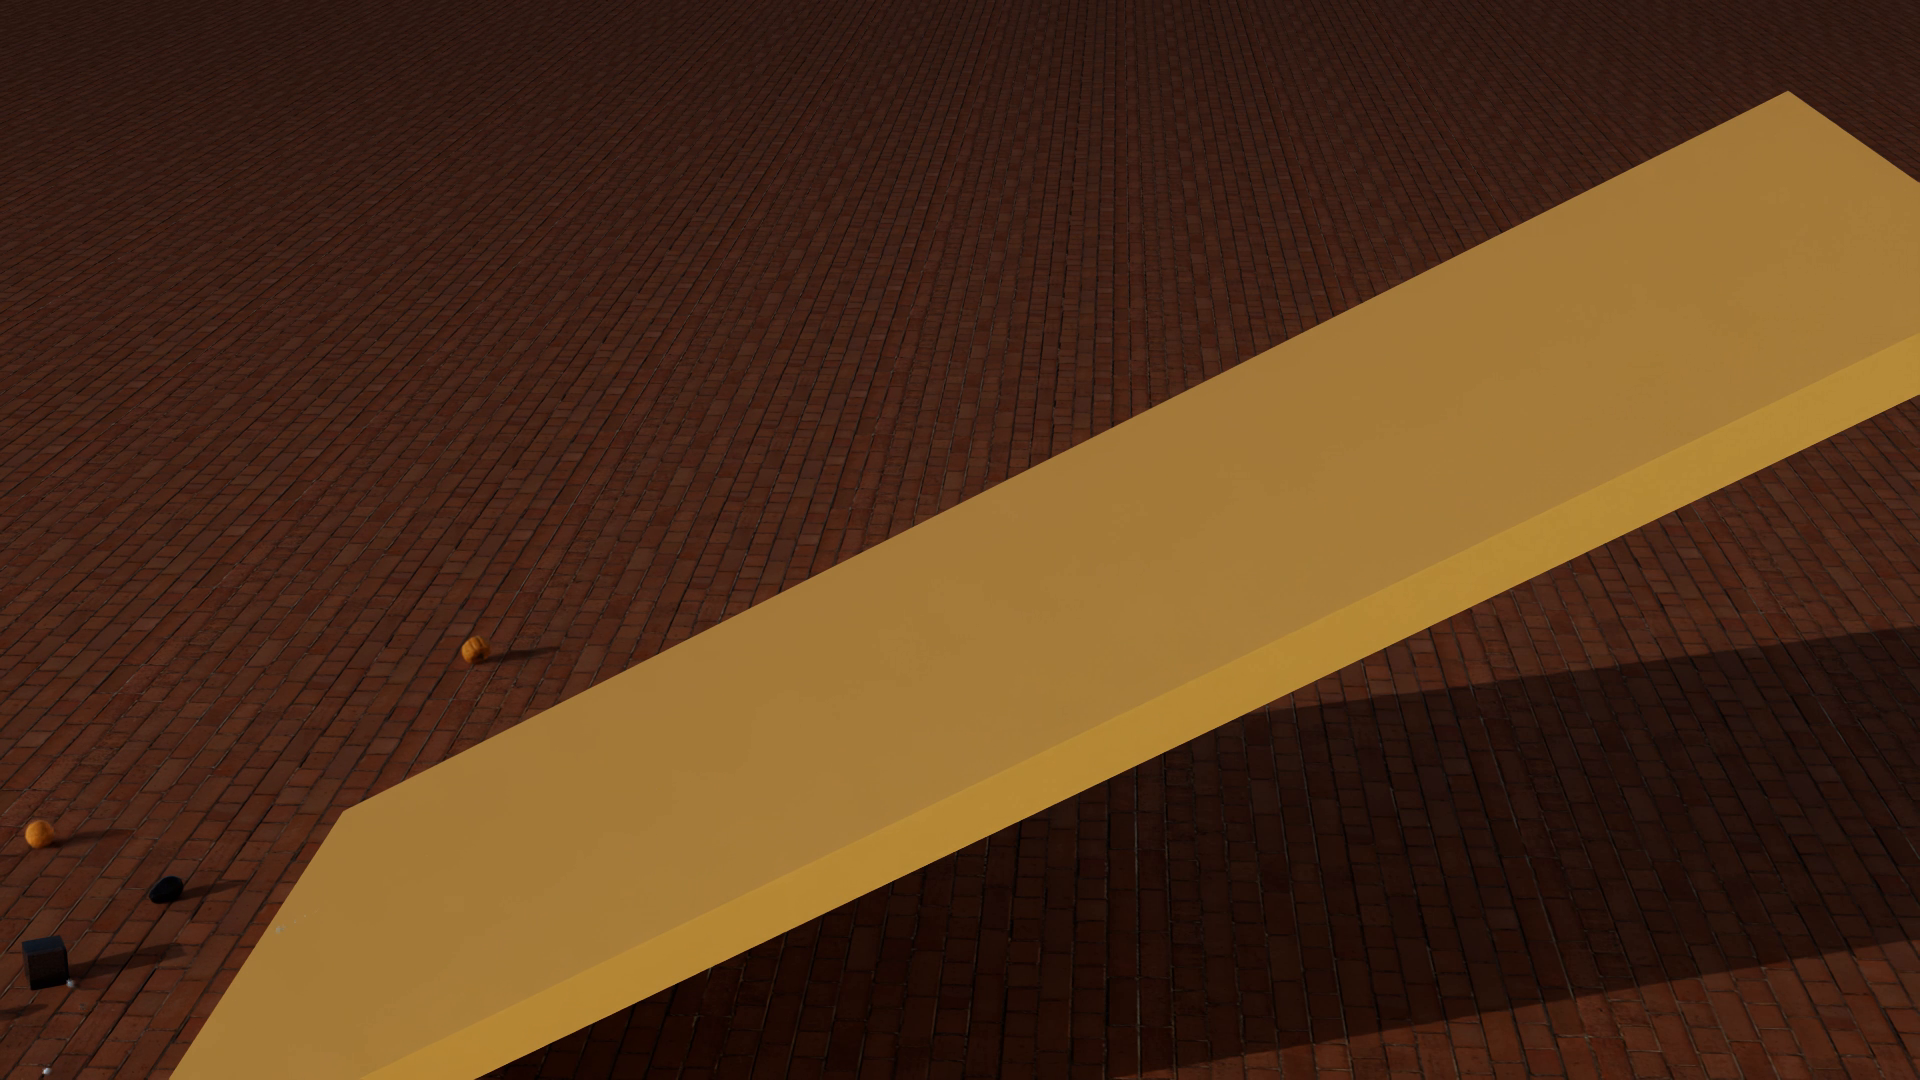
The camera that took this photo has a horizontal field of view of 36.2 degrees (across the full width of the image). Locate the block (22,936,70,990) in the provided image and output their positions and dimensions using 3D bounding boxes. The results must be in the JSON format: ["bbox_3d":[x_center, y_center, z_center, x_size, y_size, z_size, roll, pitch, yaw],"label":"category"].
[{"bbox_3d":[-2.126,0.983,6.838,0.087,0.087,0.087,-8,19,-25],"label":"block"}]

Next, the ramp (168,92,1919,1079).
[{"bbox_3d":[0.141,0.167,6.281,4.000,0.100,2.000,-26,14,11],"label":"ramp"}]
